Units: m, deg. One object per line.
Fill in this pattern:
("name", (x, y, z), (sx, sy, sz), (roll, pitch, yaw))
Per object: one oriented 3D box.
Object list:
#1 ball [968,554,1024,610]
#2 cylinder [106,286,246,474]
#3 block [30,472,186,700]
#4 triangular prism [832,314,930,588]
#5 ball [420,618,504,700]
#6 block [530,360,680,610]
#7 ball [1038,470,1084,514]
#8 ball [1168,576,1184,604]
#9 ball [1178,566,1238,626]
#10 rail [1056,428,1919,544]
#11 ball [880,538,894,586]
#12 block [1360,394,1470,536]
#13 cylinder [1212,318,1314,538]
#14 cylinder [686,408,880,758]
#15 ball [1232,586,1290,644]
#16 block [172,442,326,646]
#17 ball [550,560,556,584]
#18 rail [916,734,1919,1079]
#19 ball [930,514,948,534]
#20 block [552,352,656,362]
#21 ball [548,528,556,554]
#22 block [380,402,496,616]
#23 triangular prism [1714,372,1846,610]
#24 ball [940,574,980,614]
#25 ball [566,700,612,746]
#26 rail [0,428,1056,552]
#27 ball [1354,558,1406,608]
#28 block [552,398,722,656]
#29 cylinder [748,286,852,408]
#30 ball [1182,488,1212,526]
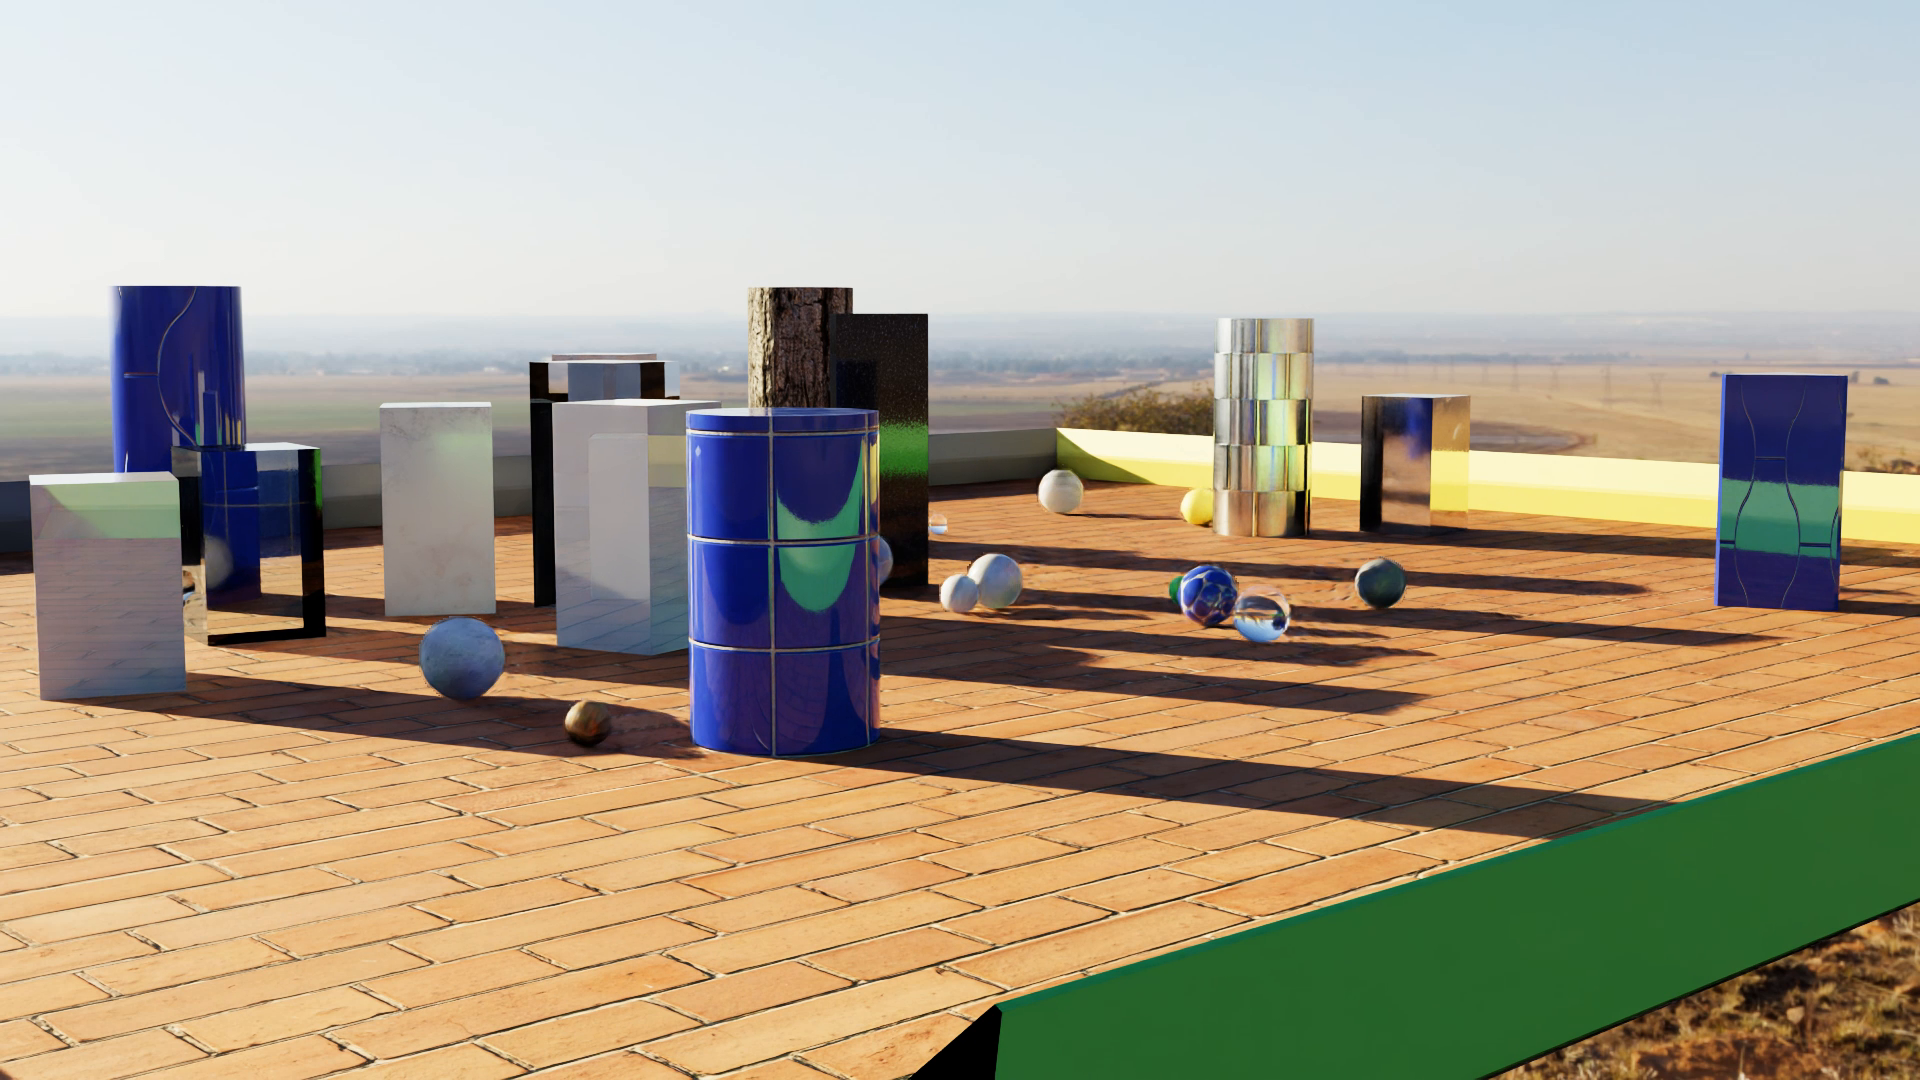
("ball", (0.052, 0.062, 3.288), (0.084, 0.084, 0.084), (0, 6, 0))
("cylinder", (-1.218, -0.154, 3.436), (0.198, 0.482, 0.198), (0, 6, 0))
("block", (-1.013, 0.050, 2.611), (0.158, 0.248, 0.158), (-3, 6, -23))
("triangular prism", (-0.161, -0.148, 3.583), (0.172, 0.440, 0.149), (-3, 7, -29))
("ball", (-0.571, 0.136, 2.526), (0.095, 0.095, 0.095), (0, 6, 0))
("block", (-0.533, -0.085, 3.319), (0.158, 0.368, 0.158), (3, 7, 29))
("ball", (0.221, -0.106, 4.827), (0.099, 0.099, 0.099), (0, 6, 0))
("ball", (0.338, 0.076, 3.336), (0.044, 0.044, 0.044), (0, 6, 0))
("ball", (0.352, 0.078, 3.117), (0.086, 0.086, 0.086), (0, 6, 0))
("rail", (1.417, -0.102, 4.632), (0.045, 0.129, 3.463), (-5, 8, -42))
("ball", (-0.151, 0.034, 3.464), (0.092, 0.092, 0.092), (0, 6, 0))
("block", (0.920, -0.155, 4.445), (0.158, 0.274, 0.158), (5, 8, 40))
("cylinder", (0.607, -0.229, 4.410), (0.198, 0.429, 0.198), (0, 6, 0))
("cylinder", (-0.182, 0.037, 2.280), (0.198, 0.341, 0.198), (0, 6, 0))
("ball", (0.405, 0.100, 2.952), (0.078, 0.078, 0.078), (0, 6, 0))
("block", (-0.978, 0.002, 3.021), (0.158, 0.258, 0.158), (-4, 7, -33))
("ball", (-0.625, 0.052, 3.508), (0.057, 0.057, 0.057), (0, 6, 0))
("rail", (1.158, 0.164, 2.084), (3.903, 0.129, 0.045), (-5, 8, -42))
("ball", (-0.044, -0.031, 4.387), (0.041, 0.041, 0.041), (0, 6, 0))
("block", (-0.720, -0.200, 4.474), (0.158, 0.357, 0.158), (2, 6, 15))
("ball", (-0.706, 0.000, 3.951), (0.068, 0.068, 0.068), (0, 6, 0))
("block", (-0.779, -0.050, 3.289), (0.158, 0.305, 0.158), (-1, 6, -12))
("triangular prism", (1.249, -0.079, 3.351), (0.172, 0.350, 0.149), (2, 6, 20))
("ball", (0.000, 0.079, 3.244), (0.058, 0.058, 0.058), (0, 6, 0))
("ball", (-0.381, 0.188, 2.256), (0.047, 0.047, 0.047), (0, 6, 0))
("rail", (-1.158, -0.097, 4.580), (3.903, 0.129, 0.045), (-5, 8, -42))
("ball", (0.629, 0.066, 3.293), (0.075, 0.075, 0.075), (0, 6, 0))
("block", (-0.428, -0.022, 2.939), (0.158, 0.323, 0.158), (3, 7, 30))
("cylinder", (-0.300, -0.232, 4.161), (0.198, 0.488, 0.198), (0, 6, 0))
("ball", (0.498, -0.068, 4.560), (0.078, 0.078, 0.078), (0, 6, 0))
